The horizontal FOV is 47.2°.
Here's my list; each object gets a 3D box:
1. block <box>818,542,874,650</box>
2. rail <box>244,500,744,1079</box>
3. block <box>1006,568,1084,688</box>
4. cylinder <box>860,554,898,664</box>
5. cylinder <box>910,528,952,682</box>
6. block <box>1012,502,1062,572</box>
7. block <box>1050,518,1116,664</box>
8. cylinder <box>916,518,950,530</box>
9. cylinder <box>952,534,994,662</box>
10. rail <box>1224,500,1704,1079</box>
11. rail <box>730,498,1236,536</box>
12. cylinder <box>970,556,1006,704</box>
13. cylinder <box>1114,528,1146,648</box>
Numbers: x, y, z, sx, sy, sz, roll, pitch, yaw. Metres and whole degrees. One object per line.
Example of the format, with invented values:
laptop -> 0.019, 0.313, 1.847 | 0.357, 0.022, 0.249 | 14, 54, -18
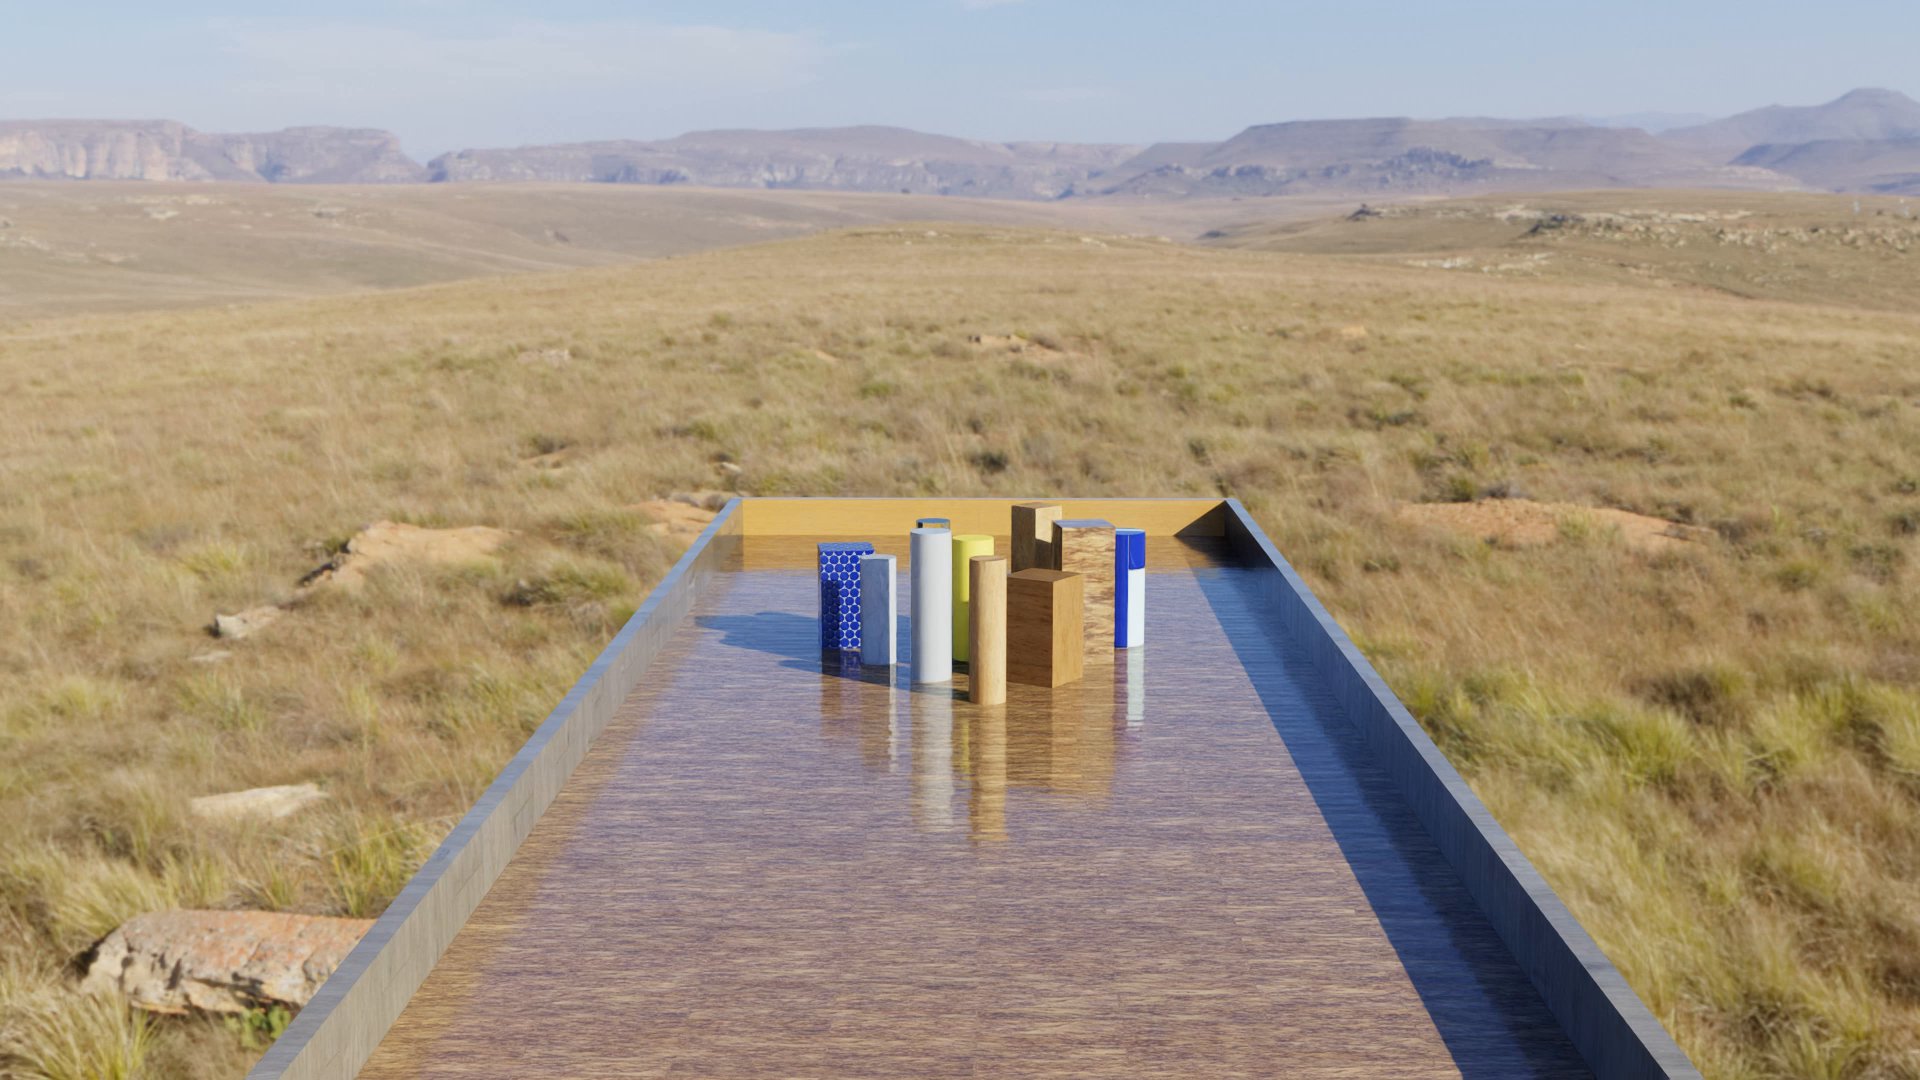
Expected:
block -> -0.359, 0.173, 6.929 | 0.168, 0.309, 0.168 | -1, 9, -7
rail -> -1.004, 0.839, 3.234 | 0.050, 0.150, 12.000 | 0, 9, 1
block -> 0.239, 0.254, 6.418 | 0.176, 0.310, 0.176 | 6, 11, 32
cylinder -> -0.247, 0.210, 6.663 | 0.111, 0.320, 0.111 | 0, 9, 0
cylinder -> -0.085, 0.189, 6.426 | 0.121, 0.436, 0.121 | 0, 9, 0
block -> 0.239, 0.108, 6.921 | 0.112, 0.440, 0.112 | -8, 12, -41
block -> 0.372, 0.156, 6.687 | 0.163, 0.419, 0.163 | -2, 9, -10
cylinder -> -0.084, 0.133, 6.918 | 0.108, 0.392, 0.108 | 0, 9, 0
cylinder -> 0.040, 0.177, 6.708 | 0.125, 0.372, 0.125 | 0, 9, 0
rail -> 1.046, 0.843, 3.208 | 0.050, 0.150, 12.000 | 0, 9, 1
rail -> 0.099, -0.098, 9.147 | 2.100, 0.150, 0.050 | 0, 9, 1
cylinder -> 0.077, 0.250, 6.137 | 0.104, 0.405, 0.104 | 0, 9, 0
cylinder -> 0.508, 0.150, 6.916 | 0.146, 0.359, 0.146 | 0, 9, 0
